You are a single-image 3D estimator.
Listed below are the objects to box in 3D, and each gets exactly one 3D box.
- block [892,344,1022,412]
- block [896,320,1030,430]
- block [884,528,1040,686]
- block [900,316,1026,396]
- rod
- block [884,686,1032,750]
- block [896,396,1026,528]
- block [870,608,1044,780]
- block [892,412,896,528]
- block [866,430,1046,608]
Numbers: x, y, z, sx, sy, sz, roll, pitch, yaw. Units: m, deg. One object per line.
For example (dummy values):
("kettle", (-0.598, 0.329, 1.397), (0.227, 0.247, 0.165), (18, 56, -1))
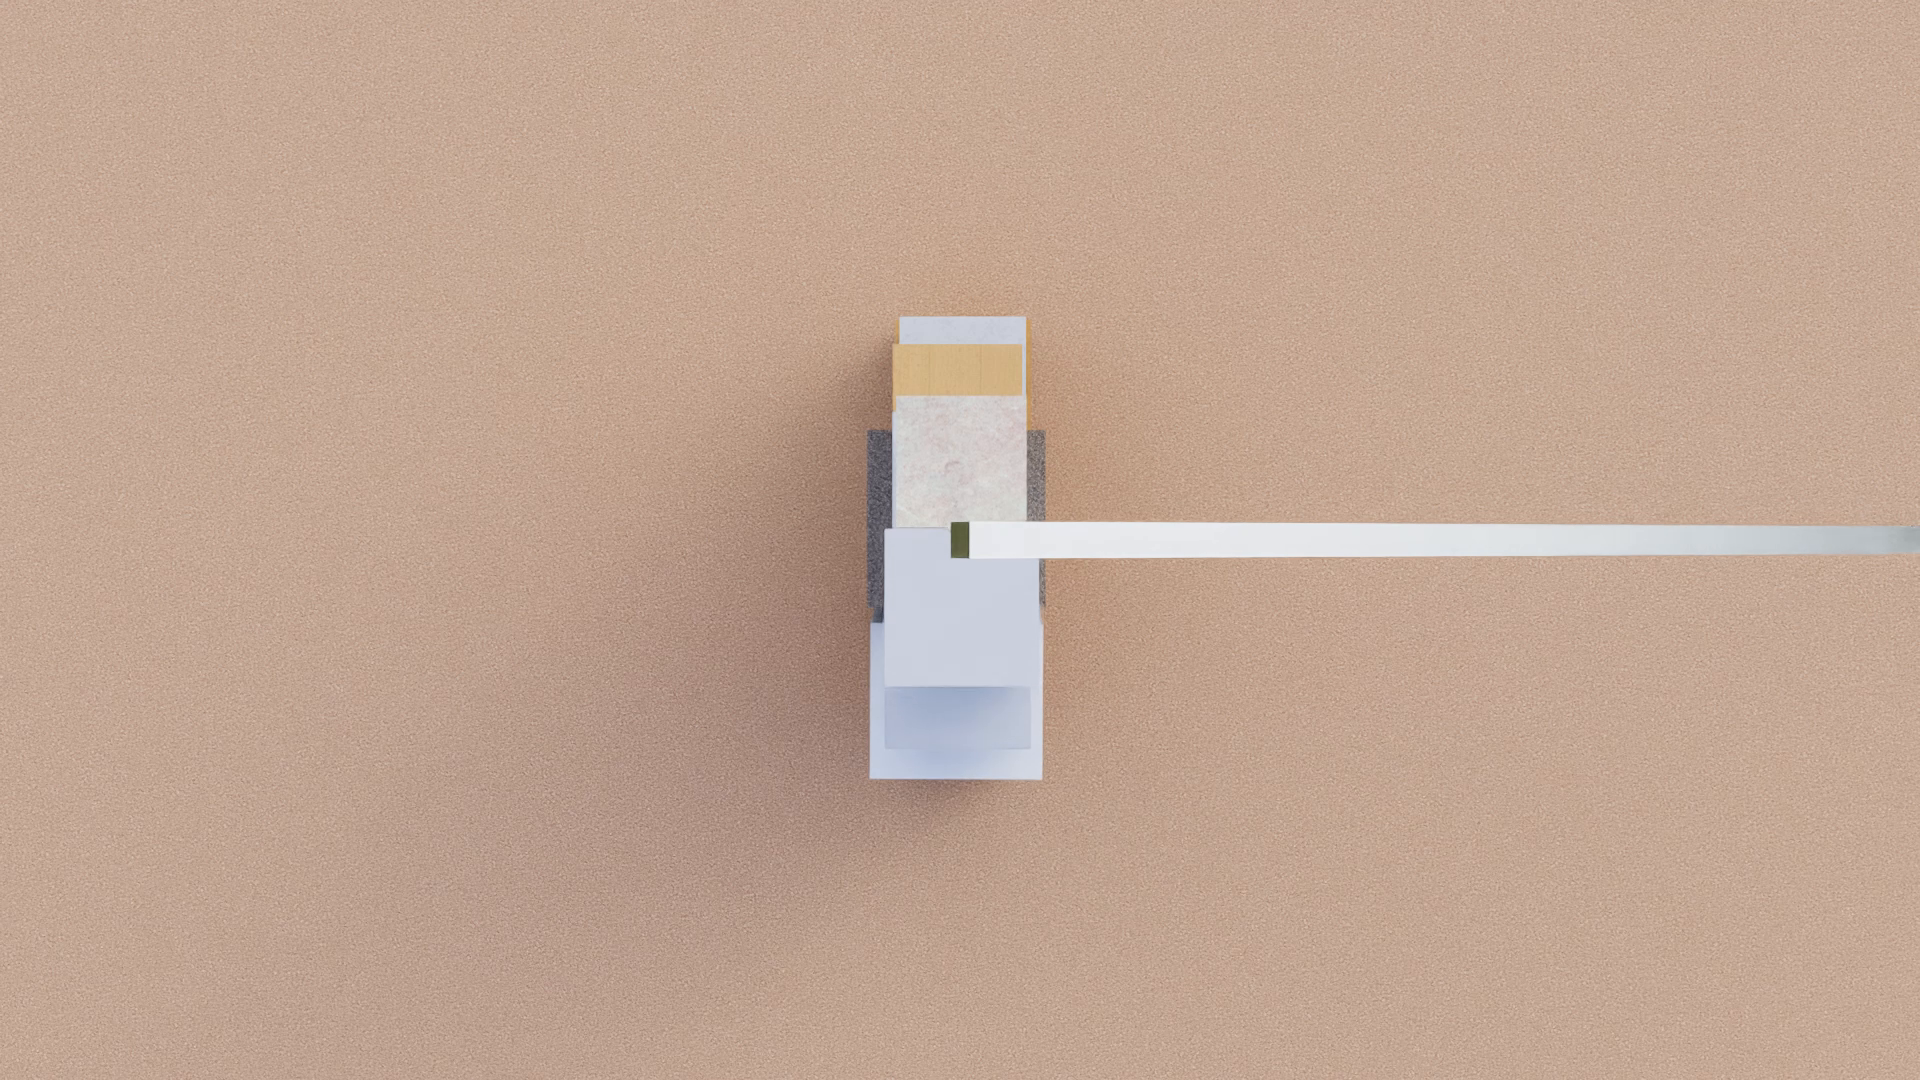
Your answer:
("block", (-0.012, -0.645, 10.974), (0.627, 0.627, 0.609), (0, 90, 0))
("block", (0.017, -0.830, 12.622), (0.756, 0.755, 0.792), (0, 90, 0))
("block", (0.008, 0.306, 9.649), (0.653, 0.673, 0.666), (0, 86, 0))
("block", (0.015, -0.873, 11.887), (0.663, 0.717, 0.596), (0, 90, 0))
("rod", (2.212, 0.000, 6.154), (5.200, 0.080, 0.080), (0, 90, -32))
("block", (-0.011, 0.653, 10.965), (0.708, 0.699, 0.655), (0, 95, 0))
("block", (0.006, -0.332, 9.826), (0.566, 0.539, 0.593), (0, 90, 0))
("block", (-0.019, 0.805, 11.832), (0.896, 0.849, 0.816), (0, 94, 0))
("block", (-0.008, -0.287, 10.378), (0.605, 0.565, 0.604), (0, 90, 0))
("block", (-0.019, -0.110, 11.759), (0.917, 0.942, 0.910), (0, 90, 0))
